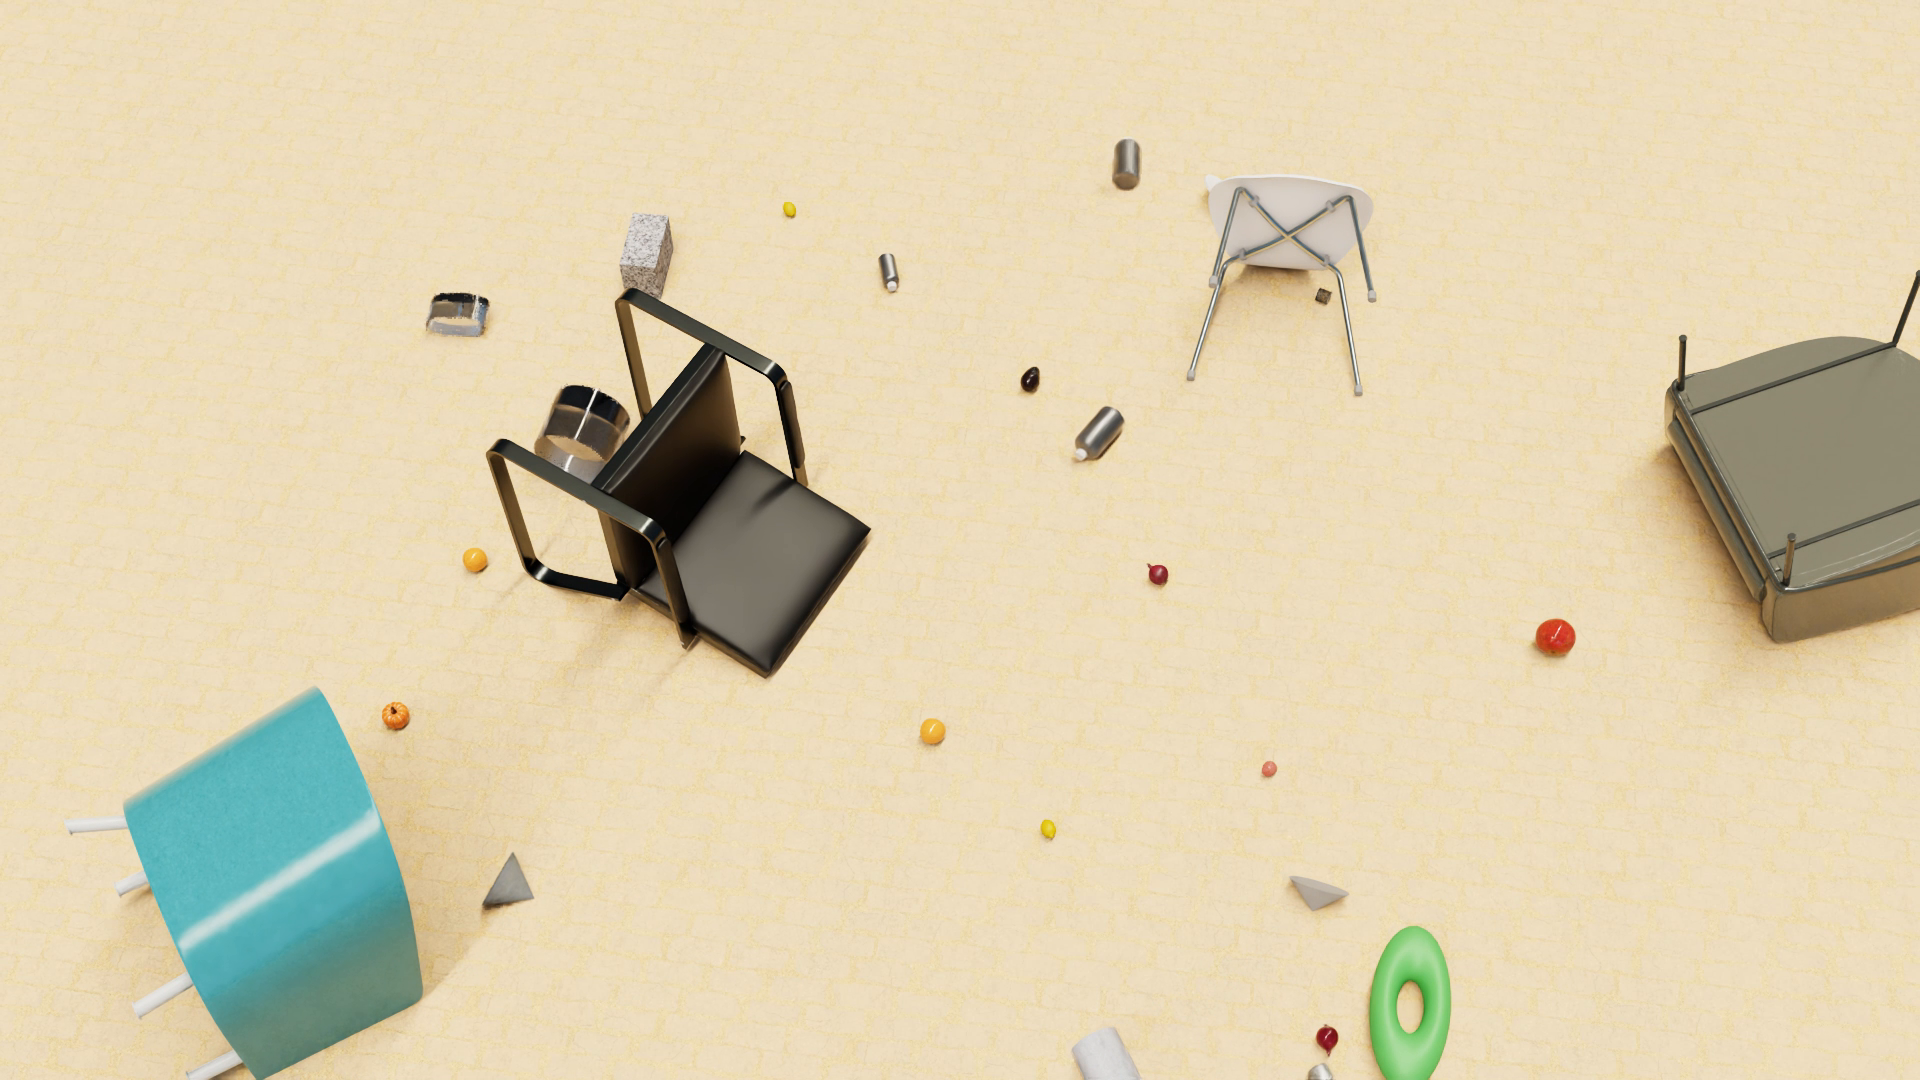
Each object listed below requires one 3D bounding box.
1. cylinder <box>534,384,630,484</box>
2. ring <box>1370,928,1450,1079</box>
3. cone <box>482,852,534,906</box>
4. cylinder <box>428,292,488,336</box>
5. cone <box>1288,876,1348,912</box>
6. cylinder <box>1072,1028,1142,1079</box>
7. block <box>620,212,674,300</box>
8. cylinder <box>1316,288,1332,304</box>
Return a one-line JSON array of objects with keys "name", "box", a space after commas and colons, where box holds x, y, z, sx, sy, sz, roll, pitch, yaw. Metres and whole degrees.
[{"name": "cylinder", "box": [-1.143, -0.319, 6.652, 0.240, 0.221, 0.196, 28, 56, -17]}, {"name": "ring", "box": [1.167, 1.210, 5.700, 0.208, 0.105, 0.455, 8, 56, 7]}, {"name": "cone", "box": [-1.194, 0.938, 5.917, 0.115, 0.098, 0.171, 31, 58, -8]}, {"name": "cylinder", "box": [-1.597, -0.718, 6.998, 0.193, 0.097, 0.099, -13, 36, 1]}, {"name": "cone", "box": [0.954, 0.962, 5.901, 0.168, 0.114, 0.074, 15, 95, 15]}, {"name": "cylinder", "box": [0.401, 1.390, 5.563, 0.128, 0.132, 0.282, -35, 59, 11]}, {"name": "block", "box": [-1.010, -0.915, 7.093, 0.117, 0.158, 0.221, 5, 56, 4]}, {"name": "cylinder", "box": [1.170, -0.785, 7.075, 0.040, 0.043, 0.044, 23, 76, 15]}]
